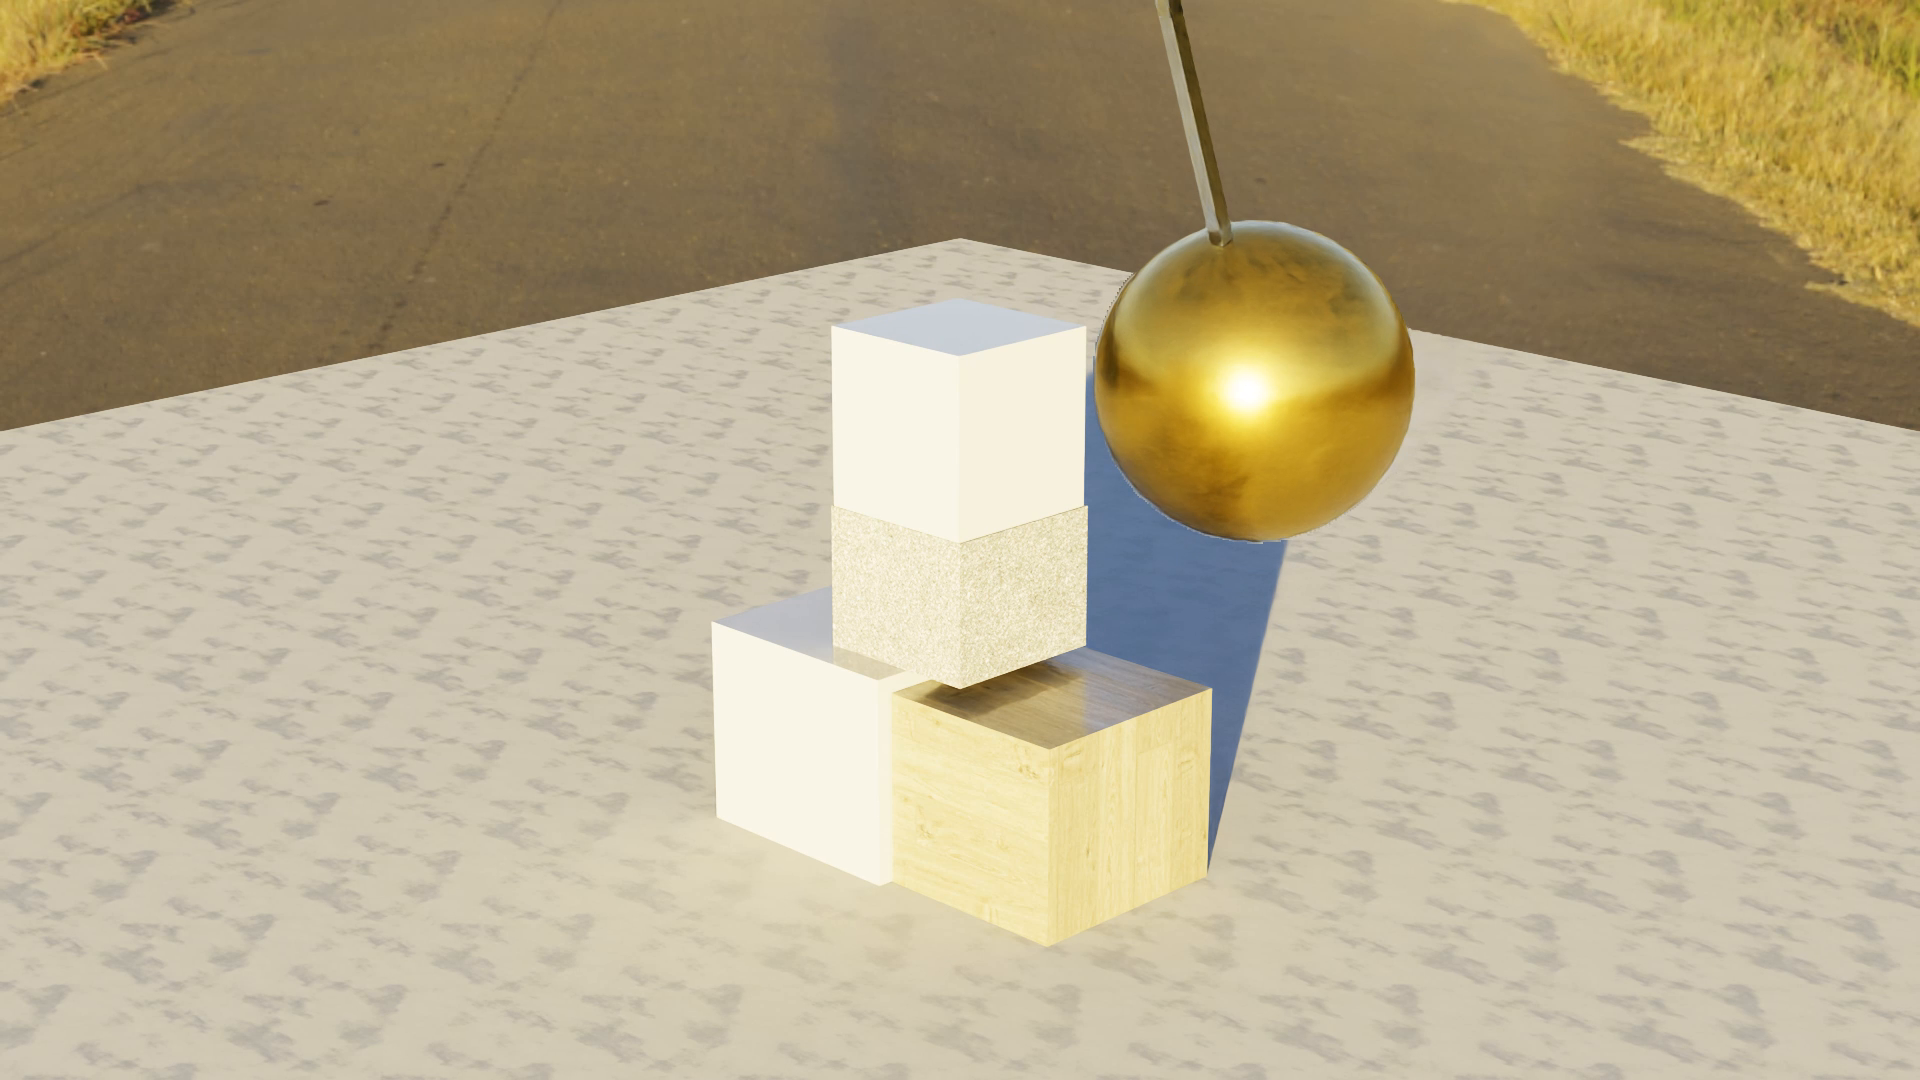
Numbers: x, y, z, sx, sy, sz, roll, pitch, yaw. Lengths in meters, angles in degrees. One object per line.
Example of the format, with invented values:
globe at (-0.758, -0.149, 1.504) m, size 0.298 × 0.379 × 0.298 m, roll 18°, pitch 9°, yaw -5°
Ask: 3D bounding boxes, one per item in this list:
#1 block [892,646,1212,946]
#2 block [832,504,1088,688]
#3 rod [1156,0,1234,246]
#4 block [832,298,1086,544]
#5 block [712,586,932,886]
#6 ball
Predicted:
block at (0.413, 1.113, 13.275) m, size 1.064 × 0.916 × 0.969 m, roll -17°, pitch 24°, yaw -42°
block at (-0.003, 0.164, 13.390) m, size 0.818 × 0.670 × 0.826 m, roll -17°, pitch 24°, yaw -42°
rod at (0.636, -3.587, 12.881) m, size 0.080 × 5.200 × 0.080 m, roll 17°, pitch 44°, yaw 42°
block at (-0.005, -0.553, 13.162) m, size 0.799 × 0.835 × 0.801 m, roll -17°, pitch 24°, yaw -42°
block at (-0.350, 0.854, 13.969) m, size 1.181 × 0.994 × 1.136 m, roll -17°, pitch 24°, yaw -42°
ball at (1.467, -0.792, 14.630) m, size 1.600 × 1.600 × 1.600 m, roll 0°, pitch 17°, yaw 0°
